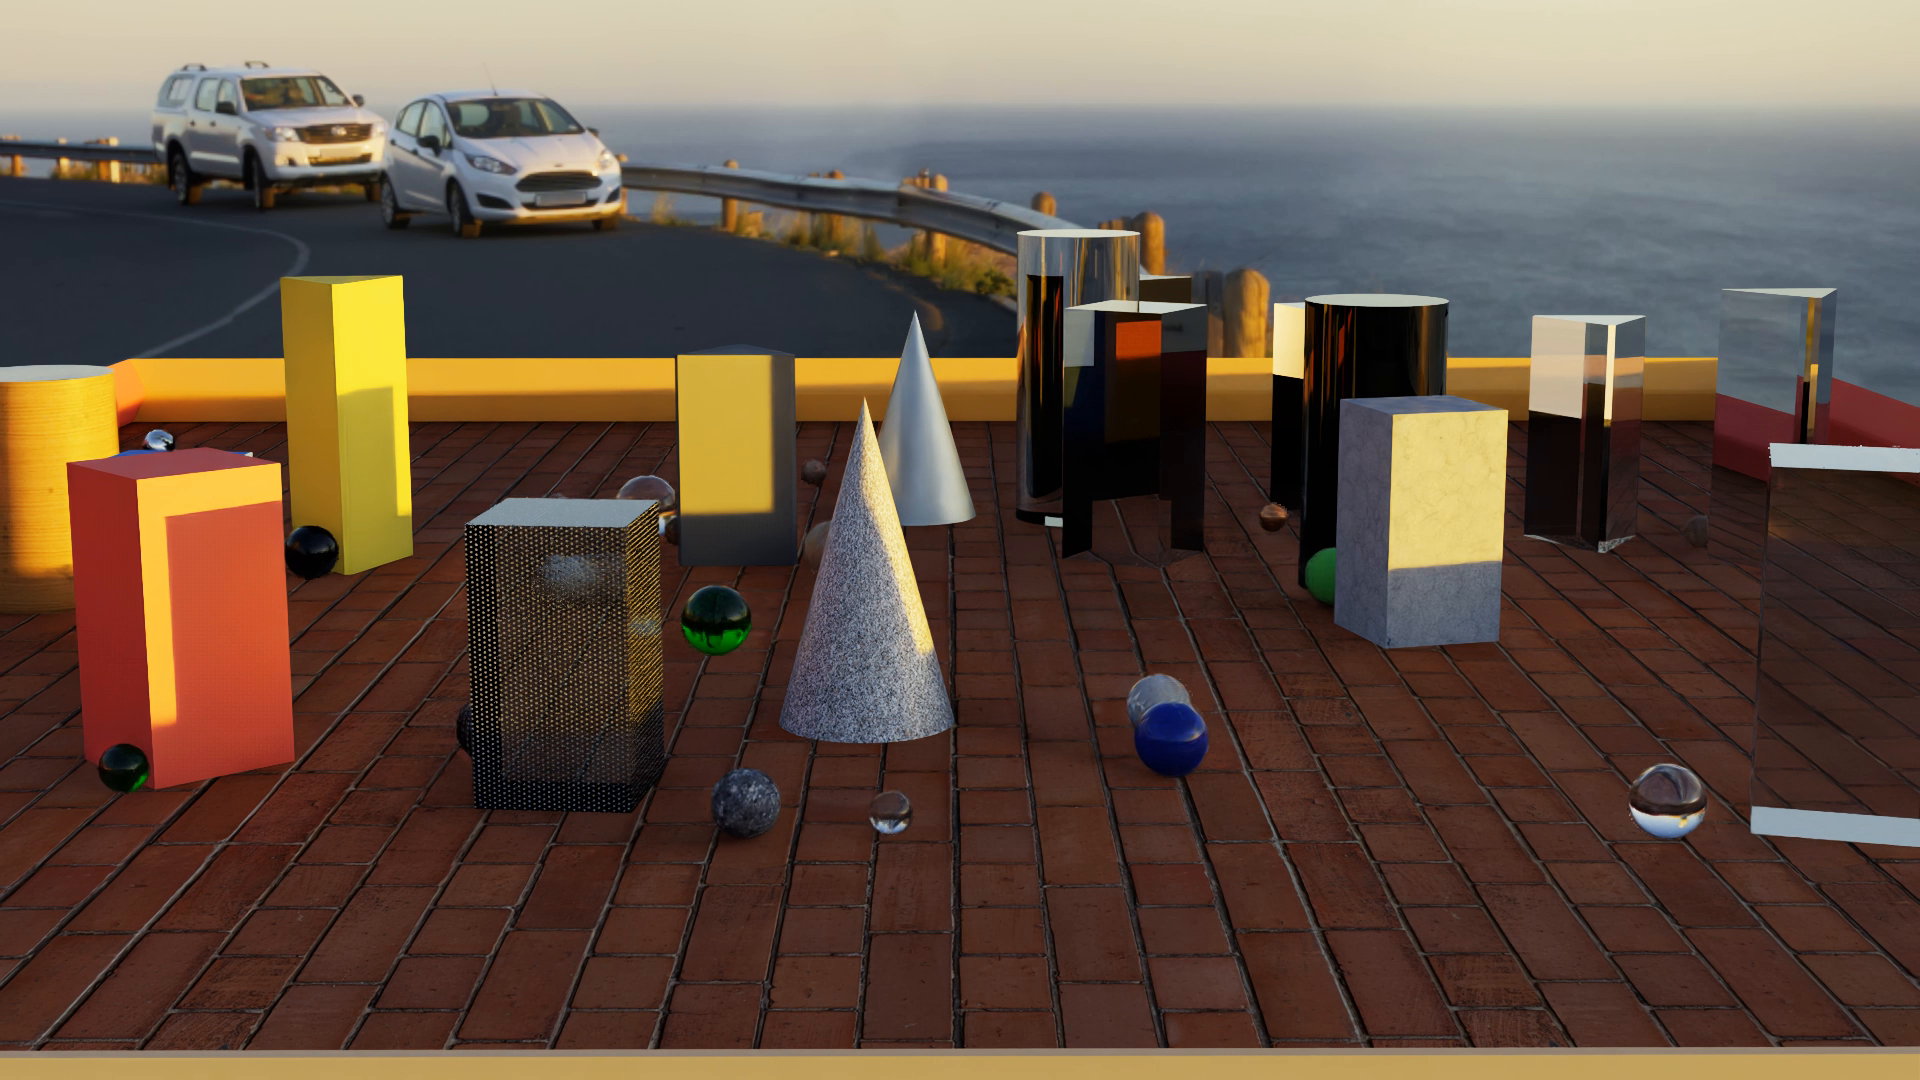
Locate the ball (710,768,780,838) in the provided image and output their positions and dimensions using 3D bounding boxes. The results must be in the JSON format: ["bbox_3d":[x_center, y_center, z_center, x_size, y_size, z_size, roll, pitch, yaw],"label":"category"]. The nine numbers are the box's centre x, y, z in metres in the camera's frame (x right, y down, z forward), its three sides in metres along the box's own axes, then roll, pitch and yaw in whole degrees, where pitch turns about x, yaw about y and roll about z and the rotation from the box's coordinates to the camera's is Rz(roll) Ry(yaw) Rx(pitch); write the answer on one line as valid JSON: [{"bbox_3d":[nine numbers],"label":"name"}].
[{"bbox_3d":[-0.205,0.251,2.449,0.066,0.066,0.066,0,10,0],"label":"ball"}]

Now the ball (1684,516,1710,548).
[{"bbox_3d":[1.131,-0.012,3.913,0.051,0.051,0.051,0,10,0],"label":"ball"}]

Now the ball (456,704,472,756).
[{"bbox_3d":[-0.499,0.201,2.716,0.068,0.068,0.068,0,10,0],"label":"ball"}]

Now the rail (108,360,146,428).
[{"bbox_3d":[-1.679,0.035,3.439,0.045,0.129,3.786,0,10,0],"label":"rail"}]

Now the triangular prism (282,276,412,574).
[{"bbox_3d":[-0.884,-0.176,3.786,0.148,0.420,0.171,-9,14,-39],"label":"triangular prism"}]

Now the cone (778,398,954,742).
[{"bbox_3d":[-0.105,0.022,2.856,0.198,0.368,0.198,0,10,0],"label":"cone"}]

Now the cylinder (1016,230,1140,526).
[{"bbox_3d":[0.190,-0.265,4.152,0.198,0.461,0.198,0,10,0],"label":"cylinder"}]

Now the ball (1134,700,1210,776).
[{"bbox_3d":[0.220,0.206,2.662,0.078,0.078,0.078,0,10,0],"label":"ball"}]

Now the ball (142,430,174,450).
[{"bbox_3d":[-1.492,-0.176,4.777,0.058,0.058,0.058,0,10,0],"label":"ball"}]

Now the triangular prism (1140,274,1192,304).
[{"bbox_3d":[0.288,-0.276,4.473,0.171,0.366,0.148,-7,12,-32],"label":"triangular prism"}]

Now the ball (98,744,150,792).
[{"bbox_3d":[-0.849,0.231,2.603,0.049,0.049,0.049,0,10,0],"label":"ball"}]

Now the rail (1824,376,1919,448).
[{"bbox_3d":[1.679,0.031,3.458,0.045,0.129,3.786,0,10,0],"label":"rail"}]

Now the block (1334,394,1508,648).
[{"bbox_3d":[0.593,-0.027,3.314,0.158,0.298,0.158,-3,11,-16],"label":"block"}]

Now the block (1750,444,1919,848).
[{"bbox_3d":[0.857,0.097,2.484,0.158,0.357,0.158,3,11,16],"label":"block"}]

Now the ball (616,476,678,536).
[{"bbox_3d":[-0.487,-0.051,3.990,0.099,0.099,0.099,0,10,0],"label":"ball"}]

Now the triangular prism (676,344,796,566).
[{"bbox_3d":[-0.330,-0.129,3.829,0.171,0.312,0.148,0,10,-2],"label":"triangular prism"}]

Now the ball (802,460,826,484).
[{"bbox_3d":[-0.256,-0.119,4.511,0.043,0.043,0.043,0,10,0],"label":"ball"}]

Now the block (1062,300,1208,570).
[{"bbox_3d":[0.261,-0.161,3.827,0.158,0.374,0.158,6,12,30],"label":"block"}]

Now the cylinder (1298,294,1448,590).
[{"bbox_3d":[0.579,-0.135,3.603,0.198,0.404,0.198,0,10,0],"label":"cylinder"}]

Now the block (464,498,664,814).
[{"bbox_3d":[-0.395,0.113,2.589,0.158,0.286,0.158,1,11,5],"label":"block"}]

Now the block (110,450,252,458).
[{"bbox_3d":[-0.964,0.029,3.133,0.158,0.254,0.158,1,11,6],"label":"block"}]

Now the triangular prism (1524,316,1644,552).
[{"bbox_3d":[0.950,-0.170,3.958,0.148,0.345,0.171,6,12,30],"label":"triangular prism"}]

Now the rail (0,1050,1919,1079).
[{"bbox_3d":[0.011,0.373,1.611,3.405,0.129,0.045,0,10,0],"label":"rail"}]

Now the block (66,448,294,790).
[{"bbox_3d":[-0.817,0.077,2.694,0.158,0.319,0.158,-10,14,-43],"label":"block"}]

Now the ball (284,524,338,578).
[{"bbox_3d":[-0.932,0.016,3.686,0.077,0.077,0.077,0,10,0],"label":"ball"}]

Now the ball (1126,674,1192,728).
[{"bbox_3d":[0.218,0.182,2.806,0.071,0.071,0.071,0,10,0],"label":"ball"}]

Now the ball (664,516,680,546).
[{"bbox_3d":[-0.431,-0.014,3.934,0.046,0.046,0.046,0,10,0],"label":"ball"}]

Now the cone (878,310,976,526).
[{"bbox_3d":[-0.073,-0.207,4.177,0.198,0.337,0.198,0,10,0],"label":"cone"}]

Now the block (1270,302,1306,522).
[{"bbox_3d":[0.613,-0.208,4.164,0.158,0.344,0.158,-4,11,-19],"label":"block"}]

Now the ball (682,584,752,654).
[{"bbox_3d":[-0.304,0.100,3.207,0.088,0.088,0.088,0,10,0],"label":"ball"}]

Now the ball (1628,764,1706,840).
[{"bbox_3d":[0.675,0.249,2.445,0.072,0.072,0.072,0,10,0],"label":"ball"}]

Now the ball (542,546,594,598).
[{"bbox_3d":[-0.542,0.045,3.550,0.071,0.071,0.071,0,10,0],"label":"ball"}]

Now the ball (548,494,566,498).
[{"bbox_3d":[-0.651,-0.052,4.143,0.045,0.045,0.045,0,10,0],"label":"ball"}]

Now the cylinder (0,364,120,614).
[{"bbox_3d":[-1.253,-0.072,3.515,0.198,0.314,0.198,0,10,0],"label":"cylinder"}]

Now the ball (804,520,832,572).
[{"bbox_3d":[-0.185,0.012,3.702,0.080,0.080,0.080,0,10,0],"label":"ball"}]

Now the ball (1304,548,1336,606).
[{"bbox_3d":[0.510,0.050,3.501,0.079,0.079,0.079,0,10,0],"label":"ball"}]

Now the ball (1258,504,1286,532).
[{"bbox_3d":[0.494,-0.035,4.054,0.044,0.044,0.044,0,10,0],"label":"ball"}]

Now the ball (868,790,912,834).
[{"bbox_3d":[-0.067,0.261,2.460,0.042,0.042,0.042,0,10,0],"label":"ball"}]

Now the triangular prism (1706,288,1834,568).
[{"bbox_3d":[1.230,-0.167,3.783,0.148,0.401,0.171,-7,13,-34],"label":"triangular prism"}]

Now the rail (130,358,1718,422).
[{"bbox_3d":[-0.011,-0.307,5.287,3.405,0.129,0.045,0,10,0],"label":"rail"}]
